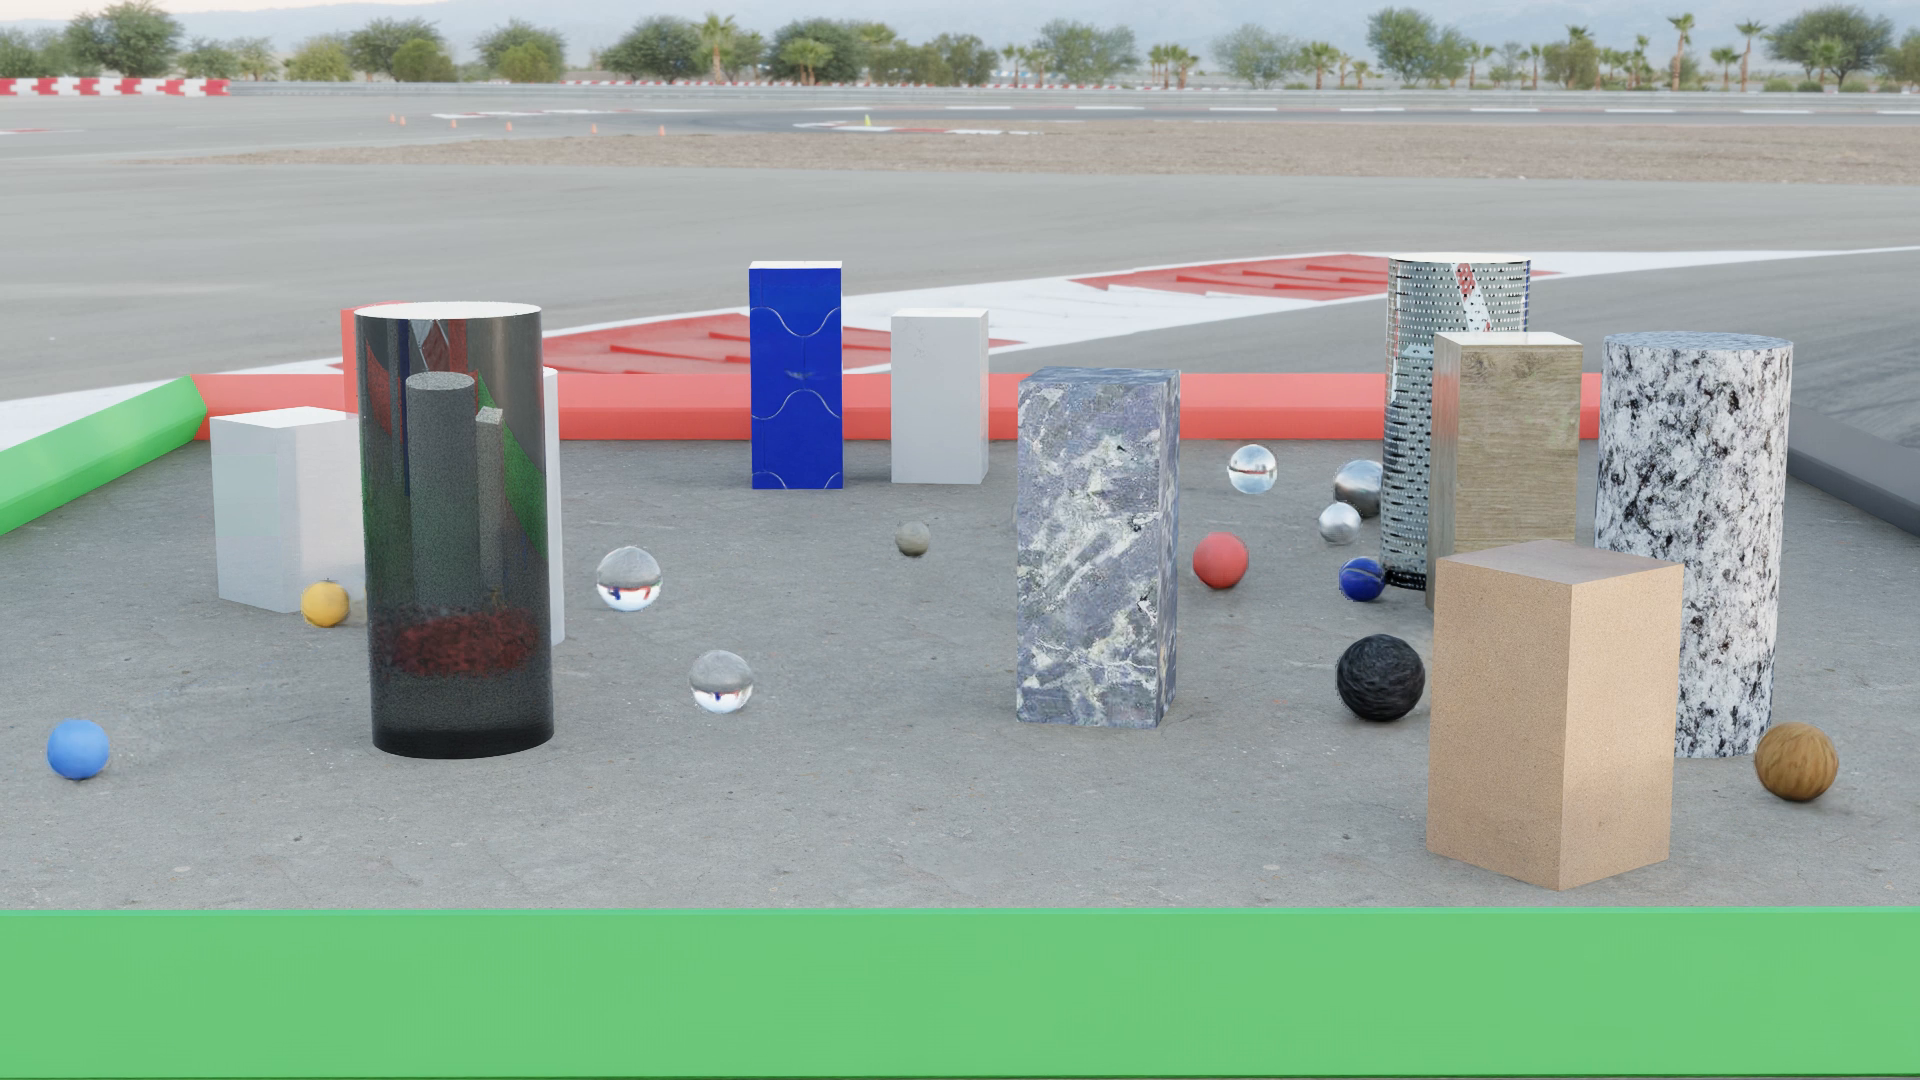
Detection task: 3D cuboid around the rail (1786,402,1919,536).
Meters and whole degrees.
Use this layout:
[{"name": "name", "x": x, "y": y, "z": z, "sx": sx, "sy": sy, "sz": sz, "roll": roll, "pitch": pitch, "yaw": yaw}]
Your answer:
[{"name": "rail", "x": 1.478, "y": 0.031, "z": 3.457, "sx": 0.045, "sy": 0.128, "sz": 3.248, "roll": 0, "pitch": 10, "yaw": 0}]

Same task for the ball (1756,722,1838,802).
[{"name": "ball", "x": 0.837, "y": 0.222, "z": 2.567, "sx": 0.080, "sy": 0.080, "sz": 0.080, "roll": 0, "pitch": 10, "yaw": 0}]

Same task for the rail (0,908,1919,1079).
[{"name": "rail", "x": 0.009, "y": 0.324, "z": 1.876, "sx": 3.004, "sy": 0.128, "sz": 0.045, "roll": 0, "pitch": 10, "yaw": 0}]

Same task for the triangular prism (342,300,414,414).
[{"name": "triangular prism", "x": -0.922, "y": -0.216, "z": 4.214, "sx": 0.170, "sy": 0.341, "sz": 0.147, "roll": -3, "pitch": 11, "yaw": -15}]

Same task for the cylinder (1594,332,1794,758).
[{"name": "cylinder", "x": 0.790, "y": 0.000, "z": 2.787, "sx": 0.196, "sy": 0.435, "sz": 0.196, "roll": 0, "pitch": 10, "yaw": 0}]

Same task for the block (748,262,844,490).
[{"name": "block", "x": -0.285, "y": -0.291, "z": 4.501, "sx": 0.157, "sy": 0.383, "sz": 0.157, "roll": 0, "pitch": 11, "yaw": -2}]

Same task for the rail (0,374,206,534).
[{"name": "rail", "x": -1.478, "y": 0.034, "z": 3.441, "sx": 0.045, "sy": 0.128, "sz": 3.248, "roll": 0, "pitch": 10, "yaw": 0}]

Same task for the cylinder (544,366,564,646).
[{"name": "cylinder", "x": -0.606, "y": -0.041, "z": 3.262, "sx": 0.196, "sy": 0.344, "sz": 0.196, "roll": 0, "pitch": 10, "yaw": 0}]

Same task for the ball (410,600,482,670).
[{"name": "ball", "x": -0.592, "y": 0.110, "z": 2.957, "sx": 0.080, "sy": 0.080, "sz": 0.080, "roll": 0, "pitch": 10, "yaw": 0}]

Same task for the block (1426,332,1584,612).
[{"name": "block", "x": 0.716, "y": -0.080, "z": 3.391, "sx": 0.157, "sy": 0.373, "sz": 0.157, "roll": 0, "pitch": 11, "yaw": -2}]

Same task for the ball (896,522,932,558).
[{"name": "ball", "x": -0.070, "y": -0.001, "z": 3.842, "sx": 0.054, "sy": 0.054, "sz": 0.054, "roll": 0, "pitch": 10, "yaw": 0}]

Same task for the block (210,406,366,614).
[{"name": "block", "x": -0.915, "y": -0.045, "z": 3.535, "sx": 0.157, "sy": 0.251, "sz": 0.157, "roll": 9, "pitch": 14, "yaw": 41}]

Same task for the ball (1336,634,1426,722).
[{"name": "ball", "x": 0.472, "y": 0.155, "z": 2.877, "sx": 0.098, "sy": 0.098, "sz": 0.098, "roll": 0, "pitch": 10, "yaw": 0}]

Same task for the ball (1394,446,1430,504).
[{"name": "ball", "x": 0.724, "y": -0.101, "z": 4.012, "sx": 0.090, "sy": 0.090, "sz": 0.090, "roll": 0, "pitch": 10, "yaw": 0}]

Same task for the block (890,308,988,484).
[{"name": "block", "x": -0.035, "y": -0.259, "z": 4.570, "sx": 0.157, "sy": 0.294, "sz": 0.157, "roll": 1, "pitch": 11, "yaw": 6}]

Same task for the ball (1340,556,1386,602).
[{"name": "ball", "x": 0.553, "y": 0.054, "z": 3.522, "sx": 0.062, "sy": 0.062, "sz": 0.062, "roll": 0, "pitch": 10, "yaw": 0}]

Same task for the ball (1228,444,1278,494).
[{"name": "ball", "x": 0.502, "y": -0.120, "z": 4.396, "sx": 0.086, "sy": 0.086, "sz": 0.086, "roll": 0, "pitch": 10, "yaw": 0}]

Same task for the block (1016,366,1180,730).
[{"name": "block", "x": 0.158, "y": 0.005, "z": 2.904, "sx": 0.157, "sy": 0.383, "sz": 0.157, "roll": 2, "pitch": 11, "yaw": 13}]

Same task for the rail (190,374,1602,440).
[{"name": "rail", "x": -0.009, "y": -0.259, "z": 5.022, "sx": 3.004, "sy": 0.128, "sz": 0.045, "roll": 0, "pitch": 10, "yaw": 0}]

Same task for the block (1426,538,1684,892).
[{"name": "block", "x": 0.548, "y": 0.156, "z": 2.372, "sx": 0.157, "sy": 0.279, "sz": 0.157, "roll": -8, "pitch": 13, "yaw": -37}]

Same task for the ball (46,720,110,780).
[{"name": "ball", "x": -0.910, "y": 0.216, "z": 2.646, "sx": 0.062, "sy": 0.062, "sz": 0.062, "roll": 0, "pitch": 10, "yaw": 0}]

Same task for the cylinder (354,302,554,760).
[{"name": "cylinder", "x": -0.545, "y": -0.015, "z": 2.777, "sx": 0.196, "sy": 0.468, "sz": 0.196, "roll": 0, "pitch": 10, "yaw": 0}]

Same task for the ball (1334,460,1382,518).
[{"name": "ball", "x": 0.656, "y": -0.083, "z": 4.168, "sx": 0.096, "sy": 0.096, "sz": 0.096, "roll": 0, "pitch": 10, "yaw": 0}]

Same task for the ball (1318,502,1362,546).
[{"name": "ball", "x": 0.583, "y": -0.025, "z": 3.936, "sx": 0.065, "sy": 0.065, "sz": 0.065, "roll": 0, "pitch": 10, "yaw": 0}]

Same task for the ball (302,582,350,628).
[{"name": "ball", "x": -0.830, "y": 0.084, "z": 3.361, "sx": 0.061, "sy": 0.061, "sz": 0.061, "roll": 0, "pitch": 10, "yaw": 0}]

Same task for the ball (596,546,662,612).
[{"name": "ball", "x": -0.445, "y": 0.053, "z": 3.452, "sx": 0.088, "sy": 0.088, "sz": 0.088, "roll": 0, "pitch": 10, "yaw": 0}]

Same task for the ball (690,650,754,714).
[{"name": "ball", "x": -0.271, "y": 0.162, "z": 2.914, "sx": 0.072, "sy": 0.072, "sz": 0.072, "roll": 0, "pitch": 10, "yaw": 0}]

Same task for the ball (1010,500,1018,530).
[{"name": "ball", "x": 0.111, "y": -0.040, "z": 4.021, "sx": 0.064, "sy": 0.064, "sz": 0.064, "roll": 0, "pitch": 10, "yaw": 0}]

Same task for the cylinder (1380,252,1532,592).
[{"name": "cylinder", "x": 0.700, "y": -0.170, "z": 3.636, "sx": 0.196, "sy": 0.460, "sz": 0.196, "roll": 0, "pitch": 10, "yaw": 0}]

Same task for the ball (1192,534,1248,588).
[{"name": "ball", "x": 0.366, "y": 0.030, "z": 3.610, "sx": 0.078, "sy": 0.078, "sz": 0.078, "roll": 0, "pitch": 10, "yaw": 0}]
